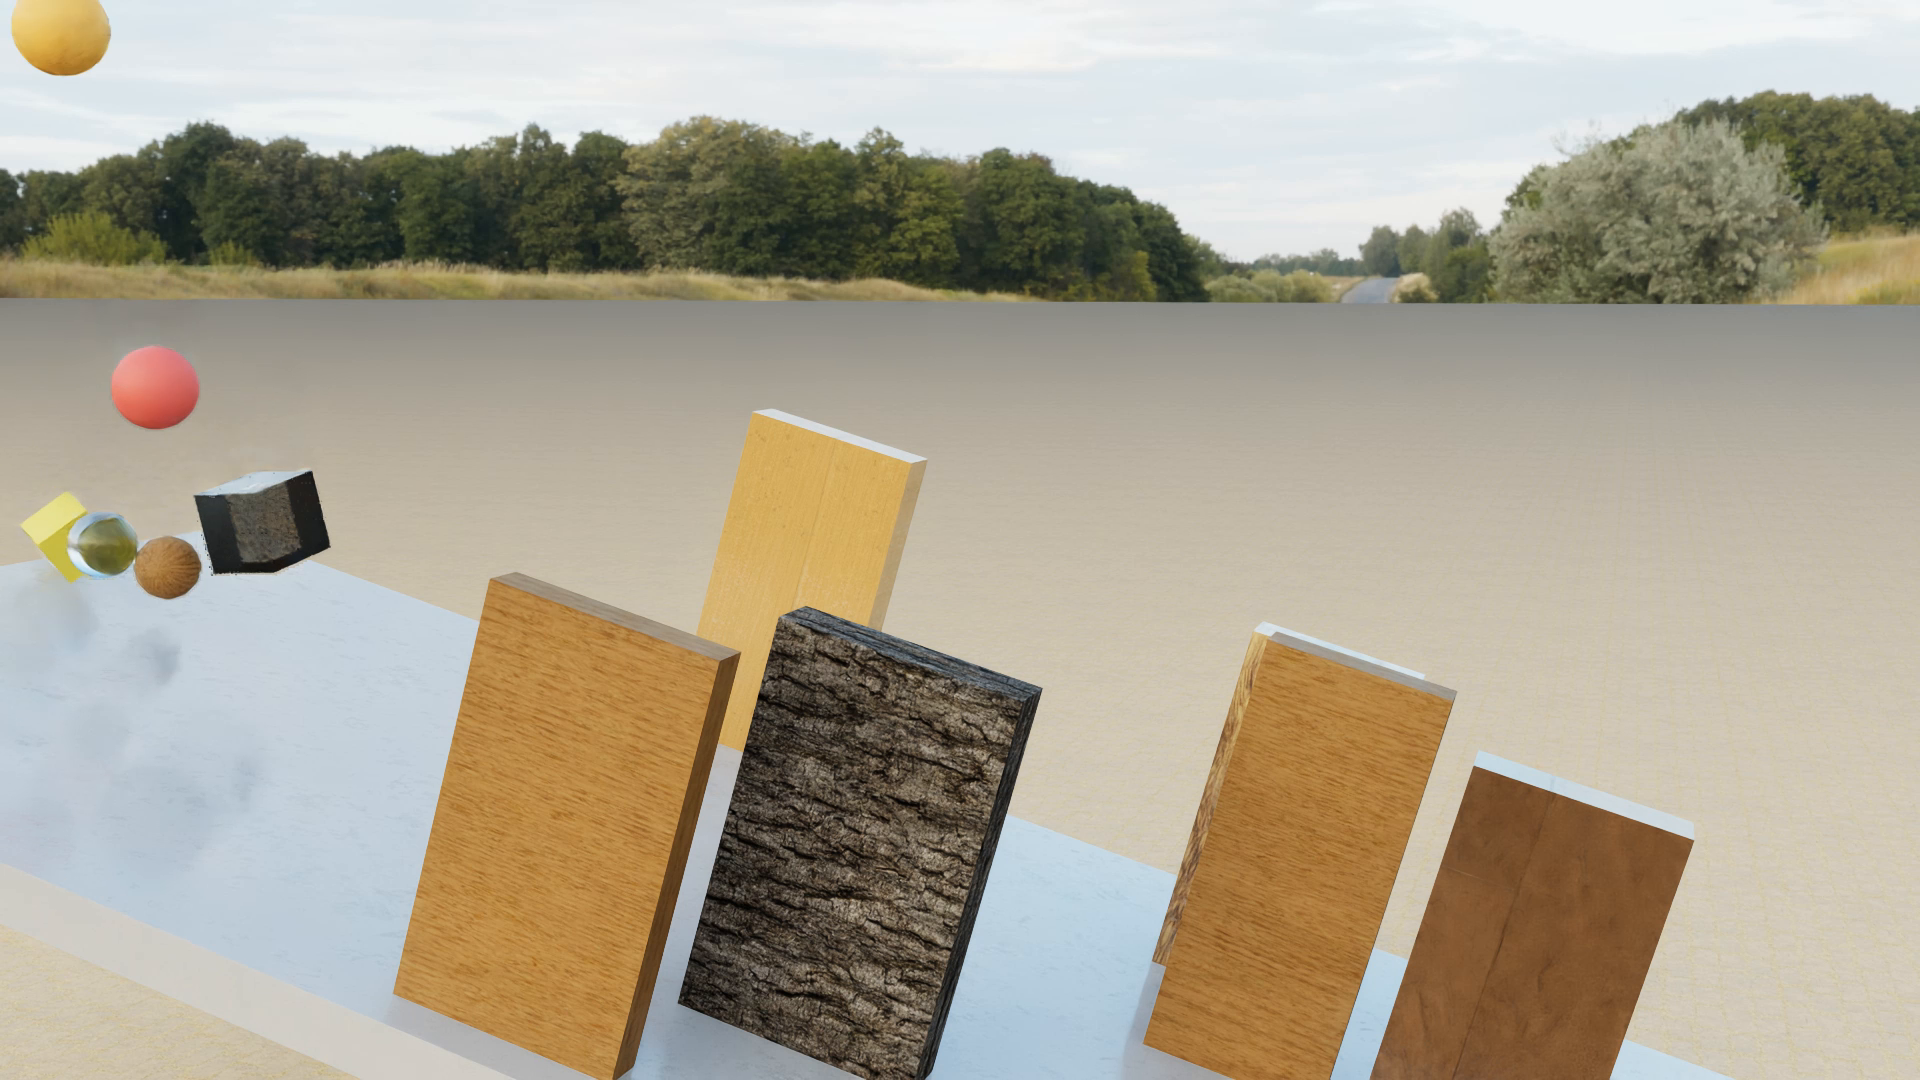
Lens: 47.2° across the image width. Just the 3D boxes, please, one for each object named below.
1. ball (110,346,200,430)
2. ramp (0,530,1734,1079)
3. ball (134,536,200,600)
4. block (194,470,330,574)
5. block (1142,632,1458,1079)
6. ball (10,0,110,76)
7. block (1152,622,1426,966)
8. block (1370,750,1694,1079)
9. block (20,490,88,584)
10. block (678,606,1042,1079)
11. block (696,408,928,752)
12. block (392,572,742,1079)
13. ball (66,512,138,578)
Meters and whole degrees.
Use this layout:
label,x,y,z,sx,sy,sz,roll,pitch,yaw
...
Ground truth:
label,x,y,z,sx,sy,sz,roll,pitch,yaw
ball,-1.806,-0.342,4.936,0.187,0.187,0.187,0,7,0
ramp,-0.378,0.740,4.240,4.000,0.100,2.000,18,12,14
ball,-1.750,0.061,4.857,0.139,0.139,0.139,0,7,0
block,-1.522,-0.040,4.803,0.178,0.178,0.178,-1,17,28
block,0.609,0.597,3.969,0.337,0.793,0.099,18,12,14
ball,-1.788,-1.016,4.374,0.185,0.185,0.185,0,7,0
block,0.656,0.561,4.409,0.337,0.715,0.126,18,12,14
block,0.912,0.769,3.638,0.357,0.756,0.120,18,12,14
block,-2.007,-0.007,4.951,0.125,0.125,0.125,-41,43,-19
block,-0.169,0.508,3.620,0.425,0.690,0.122,18,12,14
block,-0.369,0.124,5.030,0.391,0.762,0.120,18,12,14
block,-0.607,0.439,3.366,0.388,0.690,0.082,18,12,14
ball,-1.884,0.010,4.833,0.148,0.148,0.148,0,7,0
